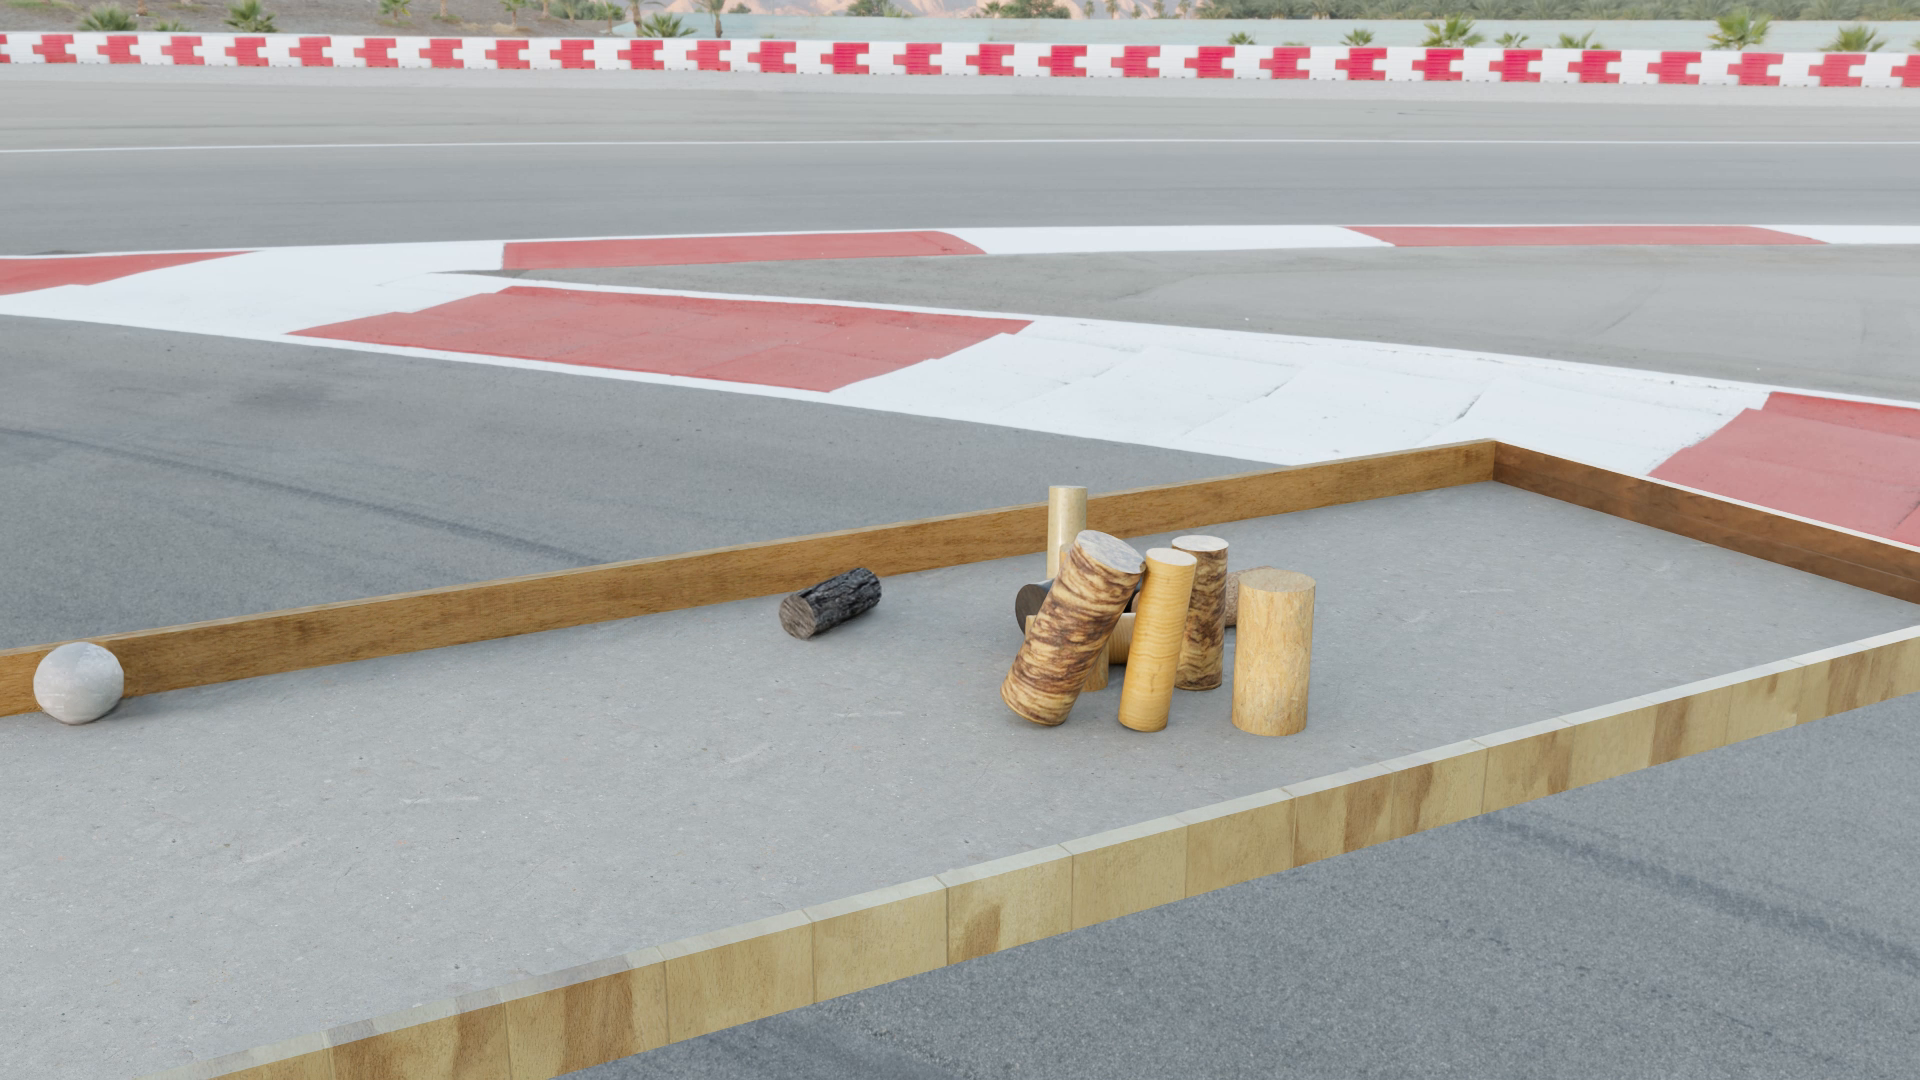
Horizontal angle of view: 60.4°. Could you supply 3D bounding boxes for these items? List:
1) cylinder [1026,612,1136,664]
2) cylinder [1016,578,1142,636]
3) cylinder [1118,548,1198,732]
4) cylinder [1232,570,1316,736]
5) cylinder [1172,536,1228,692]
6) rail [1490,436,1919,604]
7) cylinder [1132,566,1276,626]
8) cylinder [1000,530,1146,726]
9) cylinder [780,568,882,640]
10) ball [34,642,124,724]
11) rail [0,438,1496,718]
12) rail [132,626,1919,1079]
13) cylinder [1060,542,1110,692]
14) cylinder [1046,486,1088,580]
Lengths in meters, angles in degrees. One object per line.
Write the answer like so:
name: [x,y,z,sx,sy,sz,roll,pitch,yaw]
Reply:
cylinder: [0.375,0.255,4.256,0.401,0.131,0.131,-1,16,-4]
cylinder: [0.347,0.164,4.504,0.378,0.164,0.164,-13,21,-37]
cylinder: [0.455,0.231,3.816,0.116,0.412,0.116,7,18,-2]
cylinder: [0.729,0.261,3.846,0.175,0.350,0.175,0,16,0]
cylinder: [0.589,0.181,4.096,0.138,0.362,0.138,0,16,0]
rail: [2.466,-0.048,5.253,0.050,0.150,2.100,-9,18,-27]
cylinder: [0.684,0.174,4.511,0.432,0.143,0.143,-10,19,-30]
cylinder: [0.258,0.206,3.819,0.172,0.438,0.172,20,25,-10]
cylinder: [-0.354,0.173,4.550,0.121,0.121,0.304,10,19,31]
ball: [-2.070,0.335,3.877,0.190,0.190,0.190,0,16,0]
rail: [-3.305,0.497,3.399,12.000,0.150,0.050,-9,18,-27]
rail: [-2.336,1.006,1.665,12.000,0.150,0.050,-9,18,-27]
cylinder: [0.307,0.189,4.086,0.128,0.352,0.128,0,16,0]
cylinder: [0.301,0.019,4.661,0.108,0.340,0.108,1,6,0]
